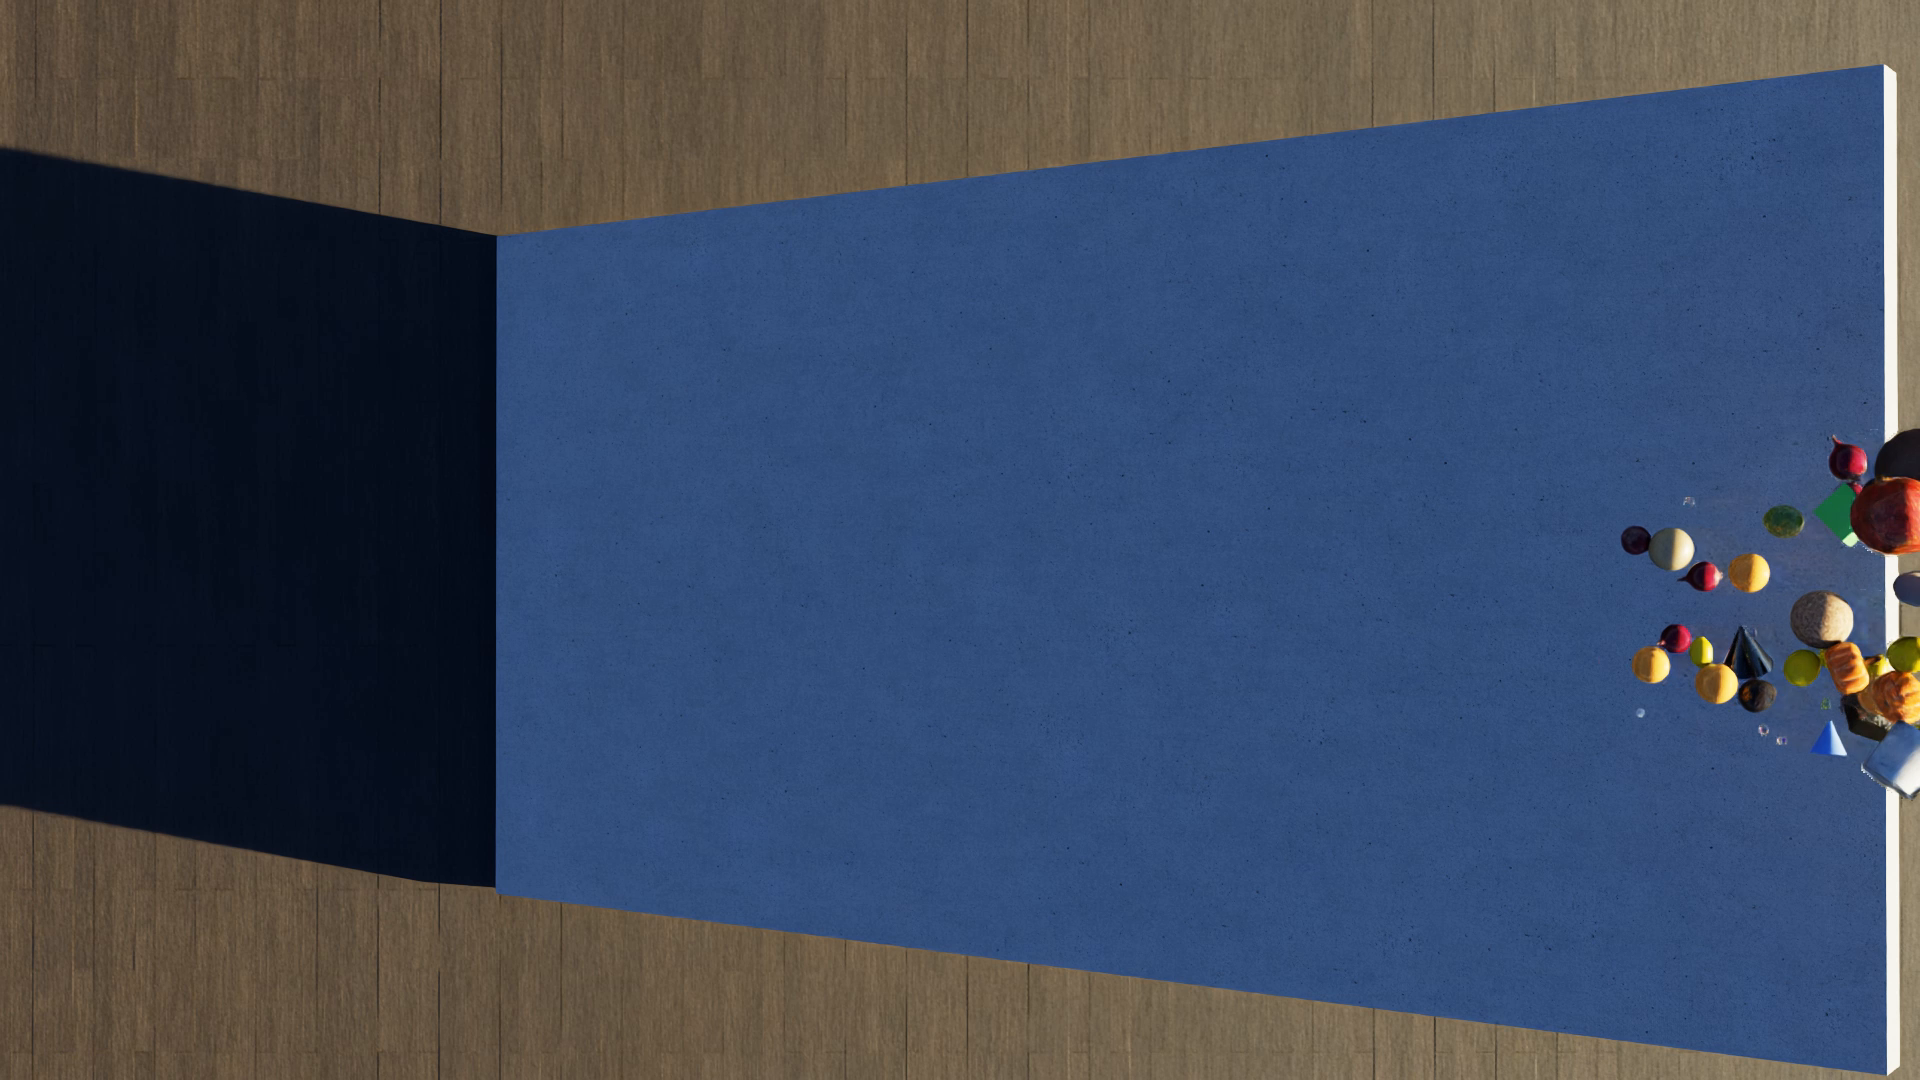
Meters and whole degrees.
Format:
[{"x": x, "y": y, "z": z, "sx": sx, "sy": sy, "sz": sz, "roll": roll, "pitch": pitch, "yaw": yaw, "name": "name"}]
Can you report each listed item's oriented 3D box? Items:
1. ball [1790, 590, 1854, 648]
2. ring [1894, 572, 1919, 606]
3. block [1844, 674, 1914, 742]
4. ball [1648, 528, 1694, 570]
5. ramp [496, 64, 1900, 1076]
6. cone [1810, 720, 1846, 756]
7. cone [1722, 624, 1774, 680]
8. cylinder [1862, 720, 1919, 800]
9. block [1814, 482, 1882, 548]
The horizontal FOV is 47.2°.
[{"x": 1.310, "y": 0.121, "z": 3.343, "sx": 0.090, "sy": 0.090, "sz": 0.090, "roll": 0, "pitch": 90, "yaw": 0, "name": "ball"}, {"x": 1.323, "y": 0.070, "z": 2.966, "sx": 0.120, "sy": 0.120, "sz": 0.040, "roll": 6, "pitch": 99, "yaw": 0, "name": "ring"}, {"x": 1.676, "y": 0.309, "z": 4.013, "sx": 0.080, "sy": 0.080, "sz": 0.080, "roll": -46, "pitch": 130, "yaw": -21, "name": "block"}, {"x": 1.438, "y": 0.019, "z": 4.448, "sx": 0.088, "sy": 0.088, "sz": 0.088, "roll": 0, "pitch": 90, "yaw": 0, "name": "ball"}, {"x": 0.239, "y": 0.066, "z": 5.561, "sx": 4.000, "sy": 0.100, "sz": 2.000, "roll": 0, "pitch": 89, "yaw": 36, "name": "ramp"}, {"x": 1.480, "y": 0.334, "z": 3.744, "sx": 0.060, "sy": 0.060, "sz": 0.060, "roll": 4, "pitch": 89, "yaw": 0, "name": "cone"}, {"x": 1.505, "y": 0.201, "z": 4.221, "sx": 0.095, "sy": 0.095, "sz": 0.095, "roll": -18, "pitch": 115, "yaw": 0, "name": "cone"}, {"x": 1.285, "y": 0.299, "z": 2.988, "sx": 0.078, "sy": 0.078, "sz": 0.078, "roll": 37, "pitch": 92, "yaw": 0, "name": "cylinder"}, {"x": 1.639, "y": -0.046, "z": 4.059, "sx": 0.077, "sy": 0.077, "sz": 0.077, "roll": -46, "pitch": 60, "yaw": 17, "name": "block"}]
